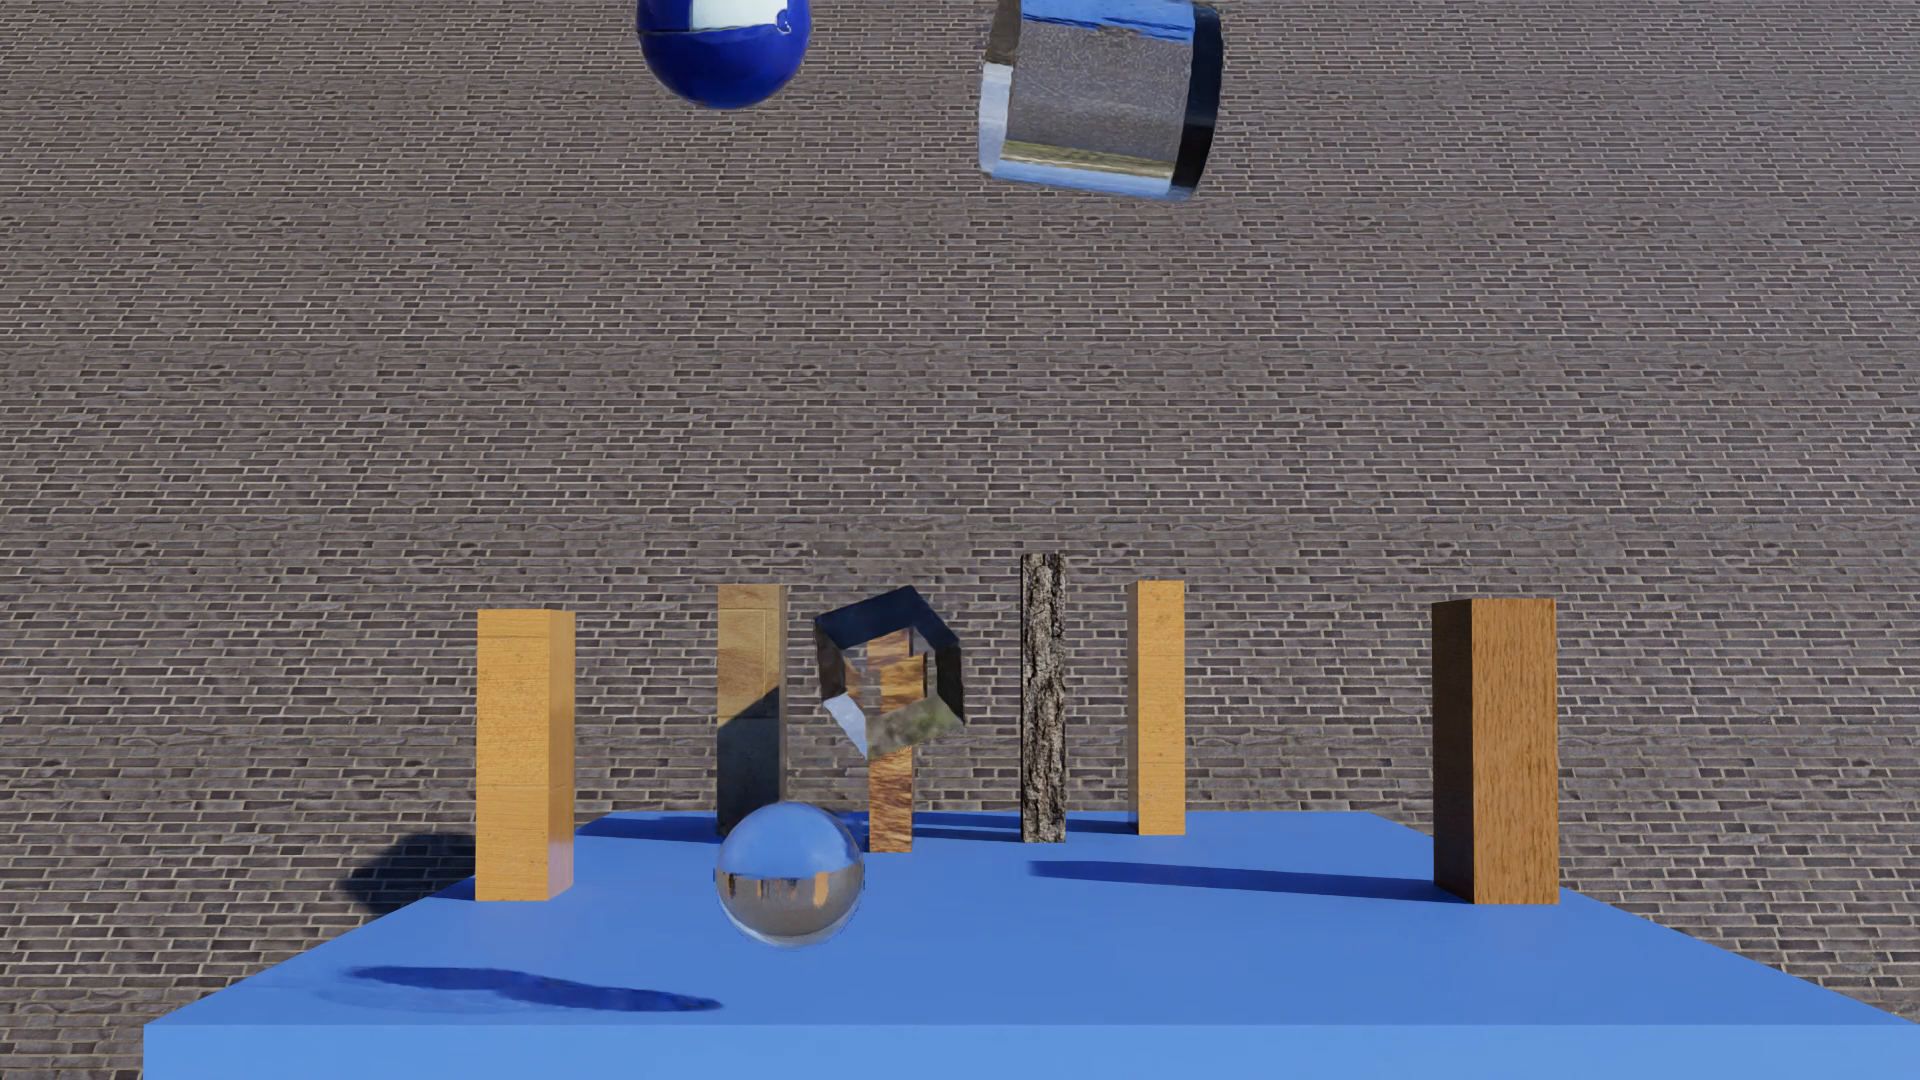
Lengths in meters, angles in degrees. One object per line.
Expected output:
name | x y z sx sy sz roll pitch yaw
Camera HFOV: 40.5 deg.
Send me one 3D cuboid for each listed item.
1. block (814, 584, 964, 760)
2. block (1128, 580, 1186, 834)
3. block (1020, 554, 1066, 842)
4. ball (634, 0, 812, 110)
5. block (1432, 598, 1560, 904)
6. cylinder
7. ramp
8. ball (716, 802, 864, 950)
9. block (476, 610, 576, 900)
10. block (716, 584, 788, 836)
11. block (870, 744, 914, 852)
block | -0.080 0.149 2.941 0.122 0.122 0.122 -19 38 -21
block | 0.467 0.397 6.229 0.107 0.588 0.397 0 -3 0
block | 0.187 0.356 5.909 0.094 0.641 0.253 0 -3 0
ball | -0.259 -0.569 2.852 0.193 0.193 0.193 0 37 0
block | 0.929 0.361 4.537 0.142 0.510 0.372 0 -3 0
cylinder | 0.126 -0.412 2.383 0.184 0.184 0.184 6 36 -10
ramp | 0.081 0.684 4.924 2.000 0.100 4.000 0 -3 0
ball | -0.196 0.385 2.989 0.170 0.170 0.170 0 37 0
block | -0.759 0.371 4.561 0.123 0.493 0.294 0 -3 0
block | -0.490 0.399 6.161 0.142 0.579 0.283 0 -3 0
block | -0.147 0.414 5.712 0.088 0.508 0.438 0 -3 0
